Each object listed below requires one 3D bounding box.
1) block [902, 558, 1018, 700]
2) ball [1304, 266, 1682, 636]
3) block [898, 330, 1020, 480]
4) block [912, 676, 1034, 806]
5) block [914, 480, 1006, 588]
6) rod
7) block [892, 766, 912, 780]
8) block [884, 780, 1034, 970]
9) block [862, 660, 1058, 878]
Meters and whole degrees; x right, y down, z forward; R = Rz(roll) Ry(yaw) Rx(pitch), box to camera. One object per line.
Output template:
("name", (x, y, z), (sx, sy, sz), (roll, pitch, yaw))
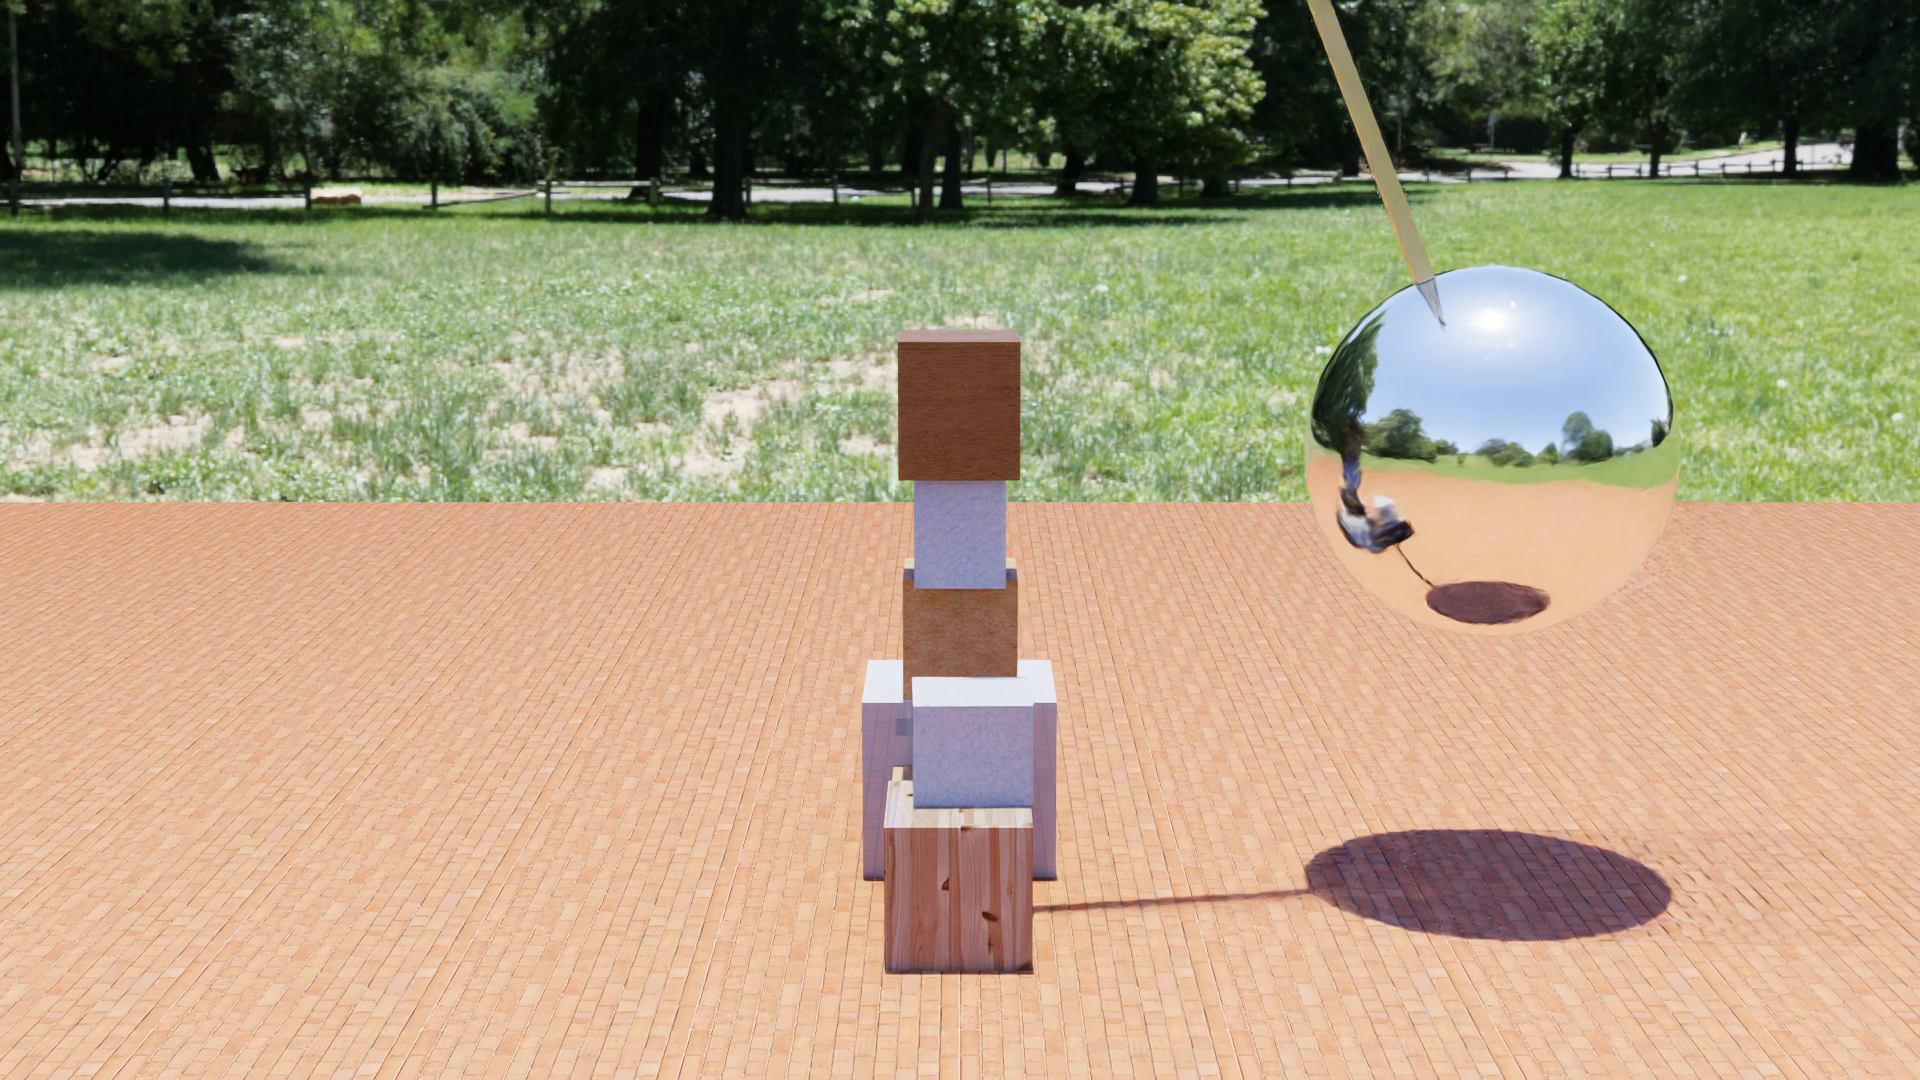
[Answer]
("block", (0.001, 0.392, 11.469), (0.502, 0.535, 0.522), (0, 10, 0))
("ball", (2.295, -0.385, 11.110), (1.600, 1.600, 1.600), (0, 10, 0))
("block", (-0.003, -0.589, 11.073), (0.516, 0.589, 0.532), (0, 10, 0))
("block", (0.047, 0.825, 10.567), (0.482, 0.417, 0.504), (0, 10, -1))
("block", (0.000, -0.066, 11.168), (0.392, 0.474, 0.460), (0, 10, 0))
("rod", (0.994, -3.476, 10.548), (0.080, 5.200, 0.080), (-22, 10, 4))
("block", (0.006, 1.289, 11.053), (0.596, 0.509, 0.507), (0, 10, 0))
("block", (-0.006, 1.358, 10.451), (0.586, 0.589, 0.676), (0, 10, 0))
("block", (-0.003, 1.027, 11.691), (0.854, 0.795, 0.826), (0, 10, 0))
